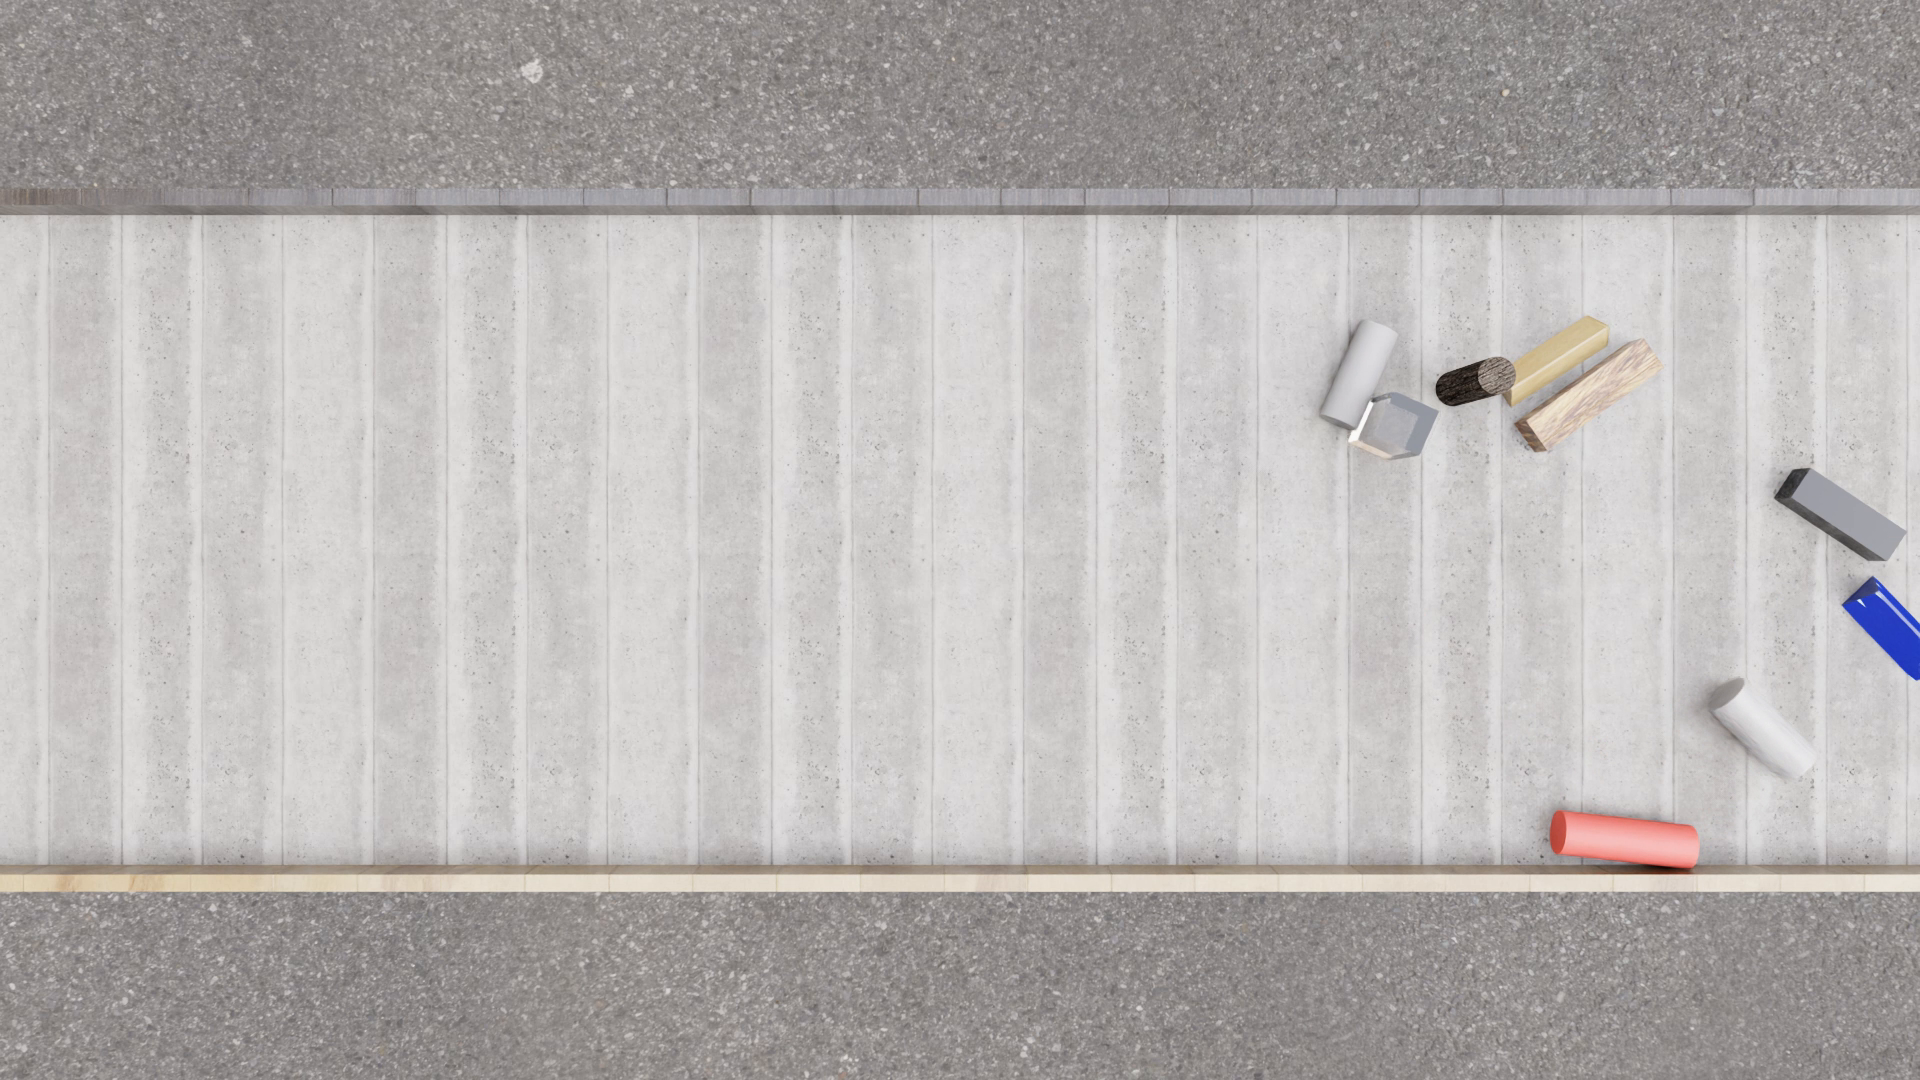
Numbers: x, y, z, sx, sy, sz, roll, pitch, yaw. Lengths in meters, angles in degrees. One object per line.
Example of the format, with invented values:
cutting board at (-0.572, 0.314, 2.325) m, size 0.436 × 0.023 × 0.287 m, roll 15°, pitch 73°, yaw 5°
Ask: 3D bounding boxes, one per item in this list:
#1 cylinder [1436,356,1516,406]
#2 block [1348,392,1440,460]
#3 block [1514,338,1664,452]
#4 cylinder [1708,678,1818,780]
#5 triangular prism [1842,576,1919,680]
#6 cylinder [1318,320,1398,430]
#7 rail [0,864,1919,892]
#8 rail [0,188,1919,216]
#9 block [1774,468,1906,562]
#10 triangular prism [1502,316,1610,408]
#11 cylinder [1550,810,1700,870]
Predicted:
cylinder at (1.518, -0.465, 4.869) m, size 0.108 × 0.416 × 0.108 m, roll 0°, pitch 90°, yaw 0°
block at (1.286, -0.336, 4.910) m, size 0.141 × 0.332 × 0.141 m, roll 24°, pitch 90°, yaw 0°
block at (1.914, -0.439, 5.021) m, size 0.433 × 0.111 × 0.111 m, roll -35°, pitch 90°, yaw 0°
cylinder at (2.436, 0.576, 5.009) m, size 0.306 × 0.135 × 0.135 m, roll 45°, pitch 90°, yaw 0°
triangular prism at (2.872, 0.272, 5.016) m, size 0.133 × 0.115 × 0.322 m, roll -44°, pitch 90°, yaw 0°
cylinder at (1.212, -0.500, 5.015) m, size 0.124 × 0.124 × 0.313 m, roll 24°, pitch 90°, yaw 0°
rail at (-2.247, 1.025, 5.001) m, size 12.000 × 0.150 × 0.050 m, roll 0°, pitch 90°, yaw 0°
rail at (-2.247, -1.025, 5.002) m, size 12.000 × 0.150 × 0.050 m, roll 0°, pitch 90°, yaw 0°
block at (2.679, -0.077, 5.023) m, size 0.348 × 0.108 × 0.108 m, roll 34°, pitch 90°, yaw 0°
triangular prism at (1.812, -0.550, 5.026) m, size 0.351 × 0.097 × 0.112 m, roll -33°, pitch 90°, yaw 0°
cylinder at (2.016, 0.910, 5.010) m, size 0.401 × 0.133 × 0.133 m, roll 7°, pitch 90°, yaw 0°
